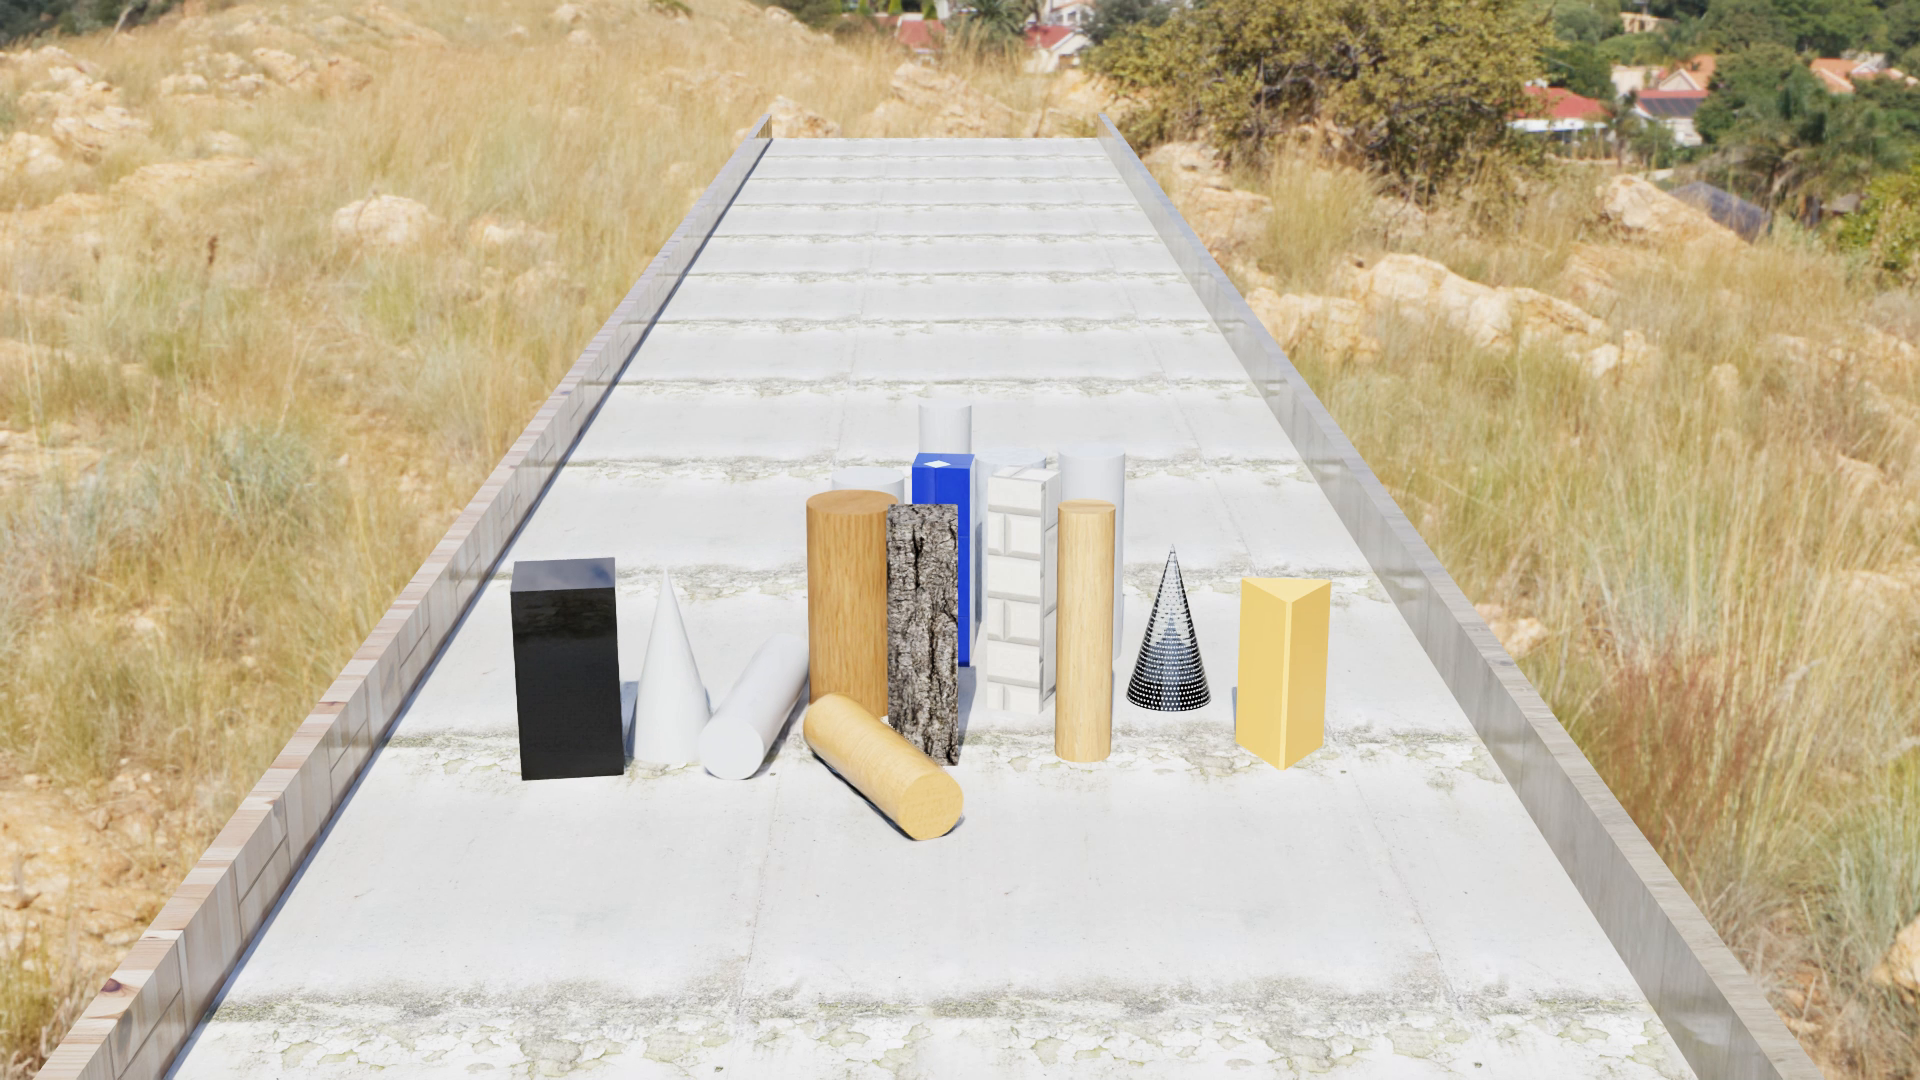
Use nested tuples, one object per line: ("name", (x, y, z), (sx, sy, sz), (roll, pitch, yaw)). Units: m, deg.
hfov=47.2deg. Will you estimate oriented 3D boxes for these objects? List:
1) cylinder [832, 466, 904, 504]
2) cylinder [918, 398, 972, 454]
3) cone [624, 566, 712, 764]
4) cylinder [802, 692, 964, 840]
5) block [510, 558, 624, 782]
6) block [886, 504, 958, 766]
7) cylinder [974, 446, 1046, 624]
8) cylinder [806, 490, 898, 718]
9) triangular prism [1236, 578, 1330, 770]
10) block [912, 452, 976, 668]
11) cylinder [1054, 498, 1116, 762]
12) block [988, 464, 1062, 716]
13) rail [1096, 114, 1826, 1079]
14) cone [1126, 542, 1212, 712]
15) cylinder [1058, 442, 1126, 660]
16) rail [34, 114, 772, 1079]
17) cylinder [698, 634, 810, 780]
("cylinder", (-0.192, 0.014, 4.640), (0.154, 0.308, 0.154), (0, 17, 0))
("cylinder", (-0.032, -0.105, 4.865), (0.118, 0.407, 0.118), (0, 17, 0))
("cone", (-0.519, 0.207, 3.927), (0.172, 0.343, 0.172), (0, 17, 0))
("cylinder", (-0.137, 0.380, 3.745), (0.117, 0.117, 0.409), (-8, 18, -25))
("block", (-0.687, 0.225, 3.865), (0.176, 0.346, 0.176), (-2, 17, -8))
("block", (-0.065, 0.168, 3.879), (0.123, 0.446, 0.123), (0, 17, 0))
("cylinder", (0.105, -0.008, 4.641), (0.151, 0.350, 0.151), (0, 17, 0))
("cylinder", (-0.199, 0.121, 4.116), (0.171, 0.400, 0.171), (0, 17, 0))
("triangular prism", (0.556, 0.227, 3.916), (0.134, 0.311, 0.154), (12, 20, 34))
("block", (-0.032, 0.040, 4.378), (0.114, 0.408, 0.114), (2, 17, 5))
("cylinder", (0.220, 0.161, 3.881), (0.100, 0.458, 0.100), (0, 17, 0))
("block", (0.120, 0.094, 4.123), (0.104, 0.449, 0.104), (7, 18, 23))
("rail", (0.932, -0.844, 7.801), (0.050, 0.150, 12.000), (0, 17, -1))
("cone", (0.400, 0.152, 4.175), (0.165, 0.309, 0.165), (0, 17, 0))
("cylinder", (0.260, 0.026, 4.398), (0.133, 0.423, 0.133), (0, 17, 0))
("rail", (-1.118, -0.838, 7.780), (0.050, 0.150, 12.000), (0, 17, -1))
("cylinder", (-0.367, 0.298, 4.020), (0.117, 0.117, 0.451), (2, 17, 7))
